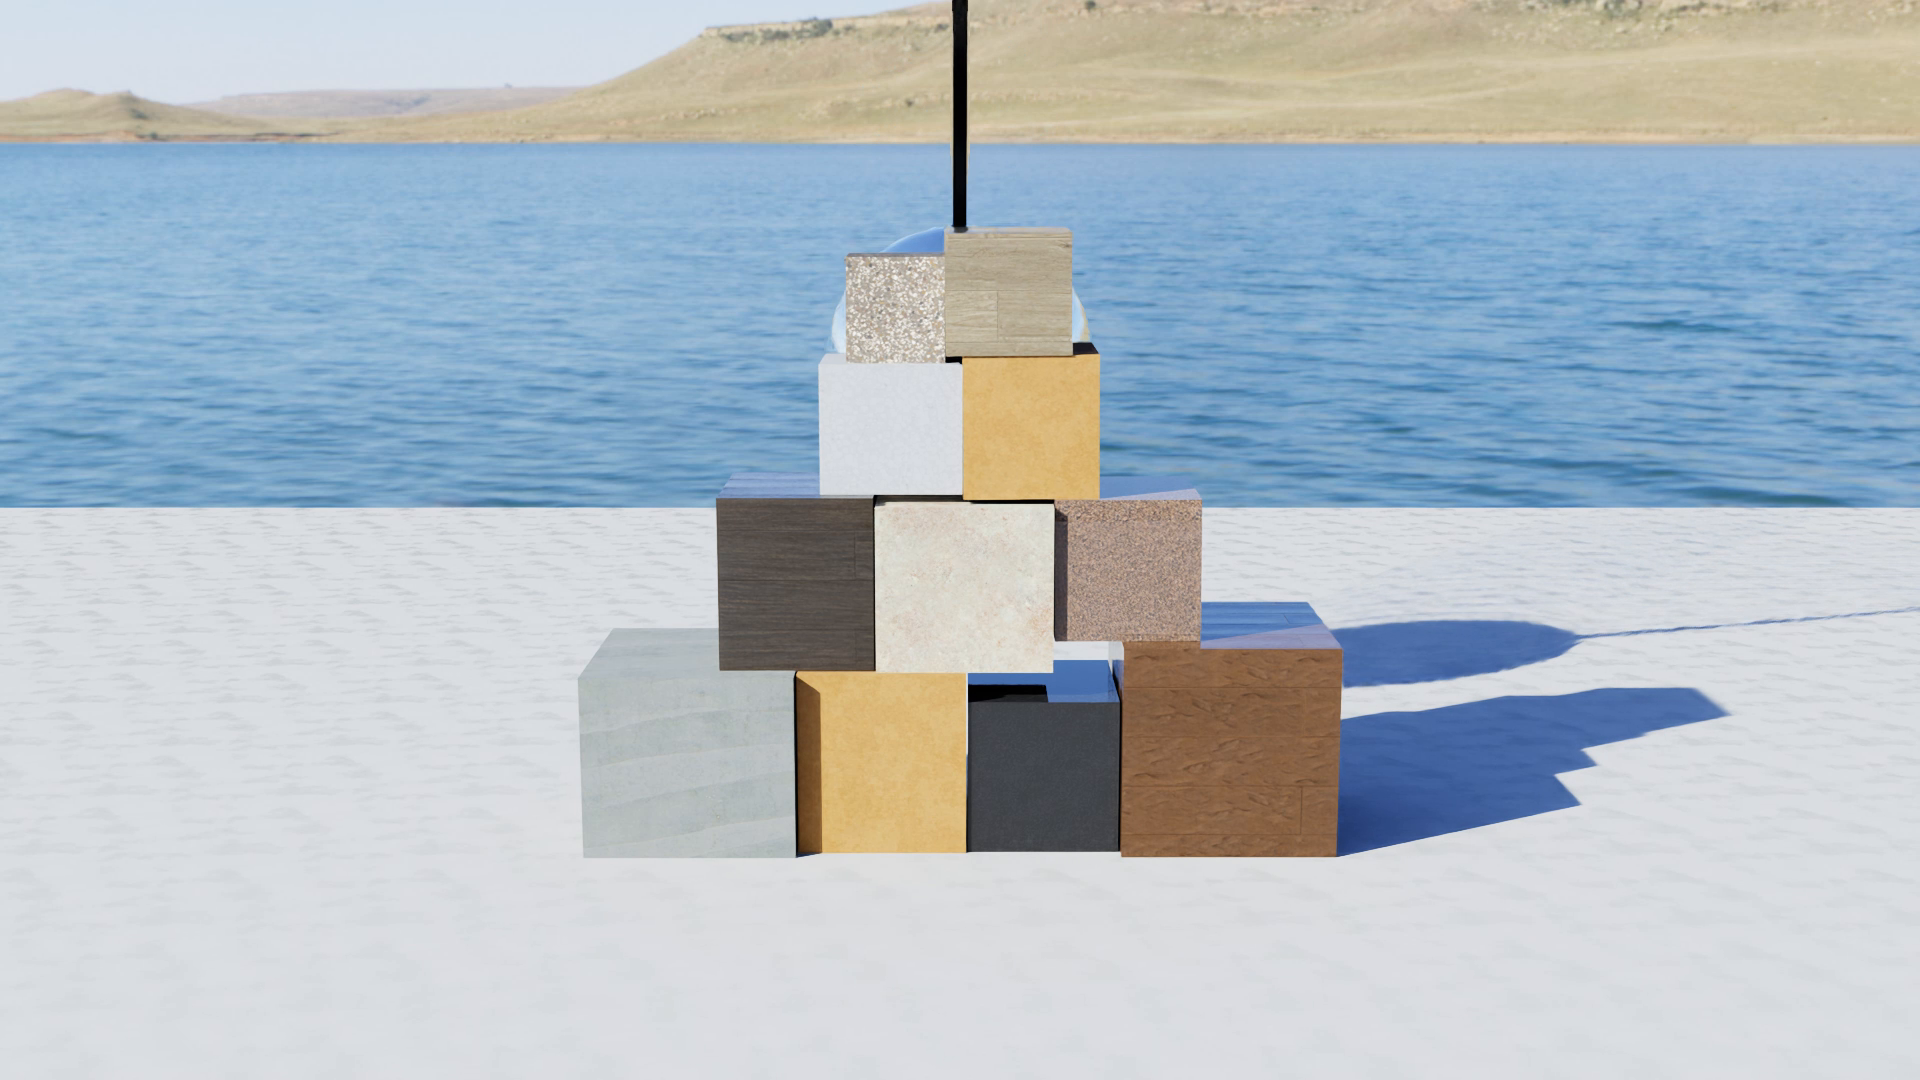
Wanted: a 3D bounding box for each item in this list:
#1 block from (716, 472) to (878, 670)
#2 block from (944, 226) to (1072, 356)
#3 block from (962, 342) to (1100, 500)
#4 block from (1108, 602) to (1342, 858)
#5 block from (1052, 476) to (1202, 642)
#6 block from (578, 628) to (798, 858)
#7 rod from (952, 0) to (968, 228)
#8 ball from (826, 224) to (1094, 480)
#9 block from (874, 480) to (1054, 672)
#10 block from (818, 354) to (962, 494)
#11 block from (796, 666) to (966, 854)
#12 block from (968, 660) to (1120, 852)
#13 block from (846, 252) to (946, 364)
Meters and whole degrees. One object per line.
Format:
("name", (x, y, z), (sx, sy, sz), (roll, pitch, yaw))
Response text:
("block", (-0.808, 0.145, 11.227), (0.766, 0.865, 0.854), (0, 10, 0))
("block", (0.236, -1.247, 10.956), (0.616, 0.590, 0.710), (0, 10, 0))
("block", (0.348, -0.609, 11.068), (0.667, 0.707, 0.679), (0, 10, 0))
("block", (1.333, 0.953, 11.356), (1.067, 1.061, 1.110), (0, 10, 0))
("block", (0.828, 0.084, 11.192), (0.722, 0.708, 0.770), (0, 10, 0))
("block", (-1.340, 1.025, 11.367), (1.052, 0.916, 1.127), (0, 10, 0))
("rod", (0.000, -3.998, 11.367), (0.080, 5.200, 0.080), (0, 31, 0))
("ball", (0.000, -1.069, 13.094), (1.600, 1.600, 1.600), (0, 10, 0))
("block", (0.022, 0.171, 11.223), (0.875, 0.825, 0.887), (0, 10, 0))
("block", (-0.339, -0.591, 11.070), (0.702, 0.641, 0.577), (0, 10, 0))
("block", (-0.387, 1.026, 11.375), (0.834, 0.912, 0.986), (0, 10, 0))
("block", (0.414, 1.099, 11.365), (0.750, 0.771, 0.904), (0, 10, 0))
("block", (-0.317, -1.165, 10.987), (0.486, 0.518, 0.476), (0, 10, 0))
